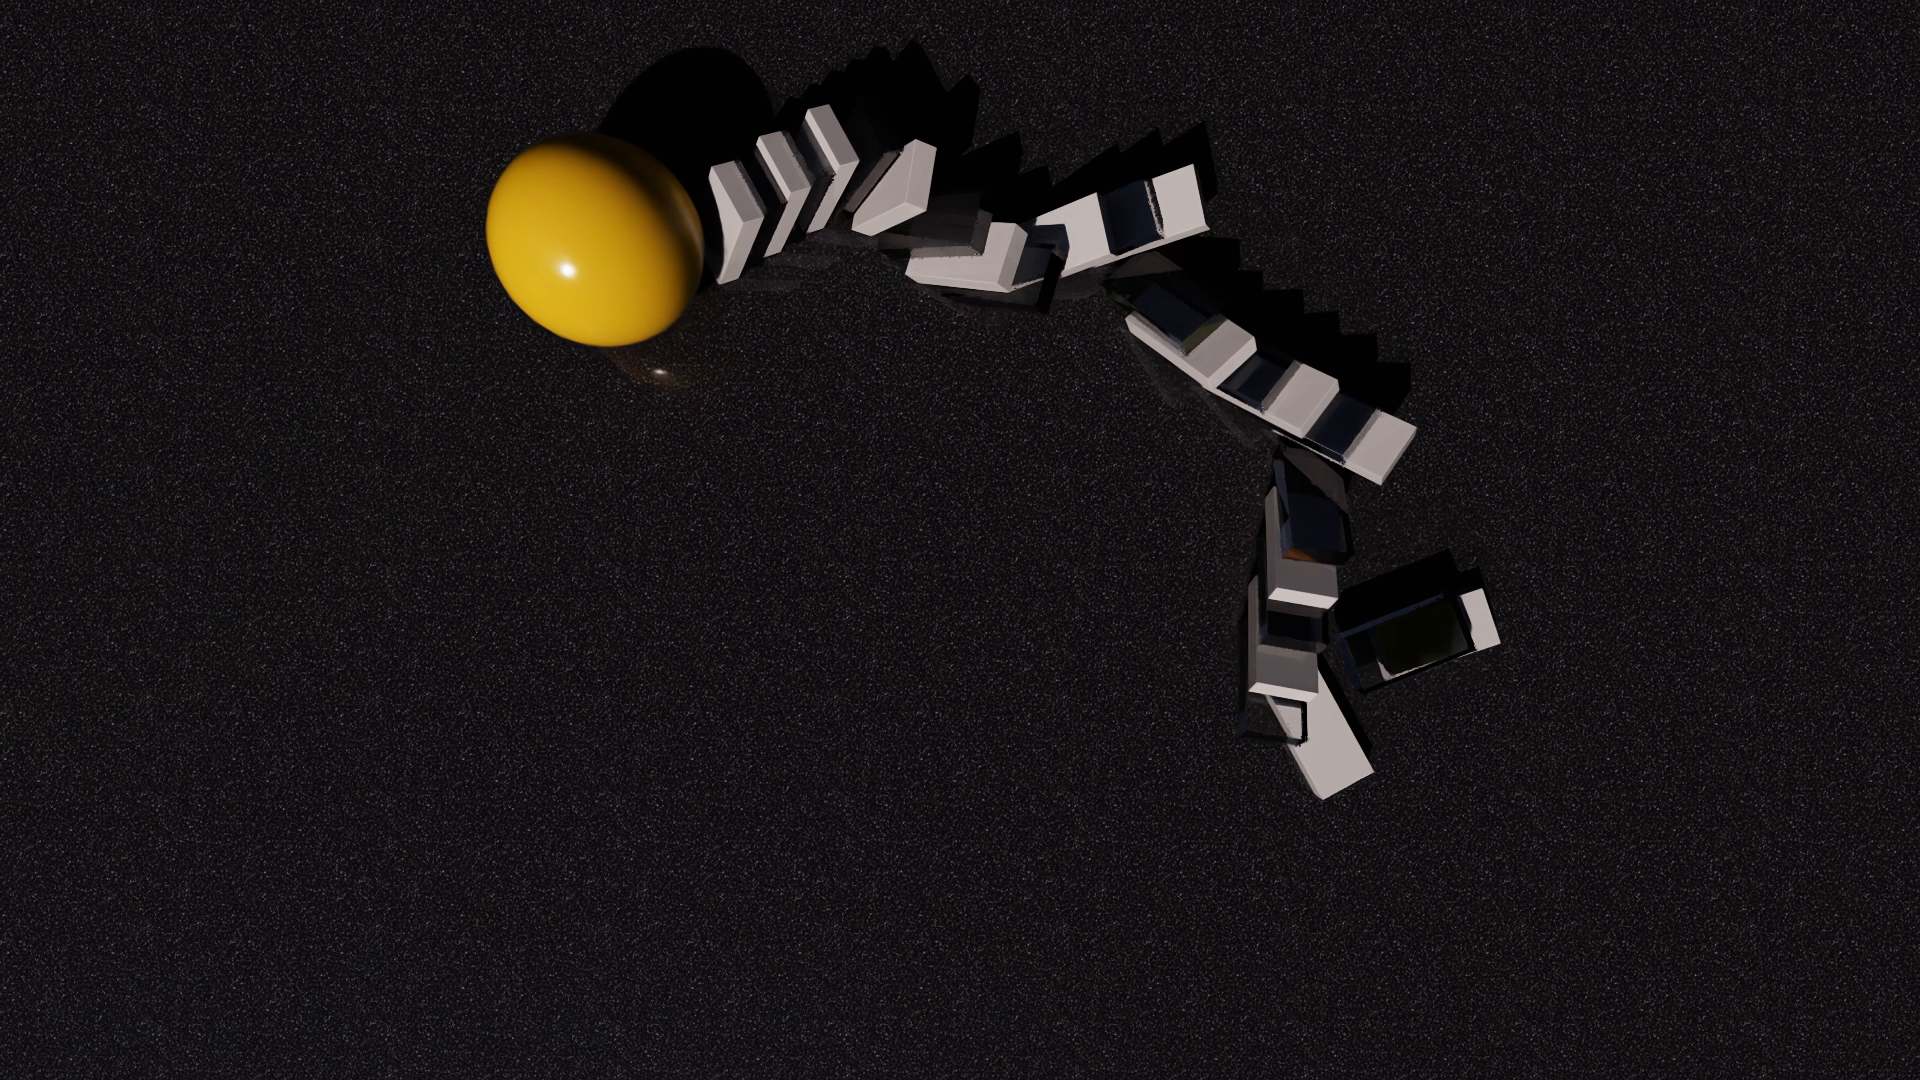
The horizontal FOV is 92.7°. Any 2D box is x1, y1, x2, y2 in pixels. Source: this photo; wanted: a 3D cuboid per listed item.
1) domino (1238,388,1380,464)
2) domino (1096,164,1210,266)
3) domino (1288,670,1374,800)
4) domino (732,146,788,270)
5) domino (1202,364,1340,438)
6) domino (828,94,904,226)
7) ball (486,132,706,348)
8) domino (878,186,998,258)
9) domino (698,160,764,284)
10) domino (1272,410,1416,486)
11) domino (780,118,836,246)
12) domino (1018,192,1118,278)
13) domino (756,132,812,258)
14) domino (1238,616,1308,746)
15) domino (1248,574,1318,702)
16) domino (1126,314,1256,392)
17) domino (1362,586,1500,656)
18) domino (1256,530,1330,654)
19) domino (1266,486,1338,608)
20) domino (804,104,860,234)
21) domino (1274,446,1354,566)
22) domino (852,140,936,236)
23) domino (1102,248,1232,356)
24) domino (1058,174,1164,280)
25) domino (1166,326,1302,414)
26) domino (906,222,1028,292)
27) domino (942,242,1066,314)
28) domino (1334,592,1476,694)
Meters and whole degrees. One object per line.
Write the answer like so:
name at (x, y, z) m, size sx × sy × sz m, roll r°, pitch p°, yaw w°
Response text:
domino at (0.144, -0.055, 0.382) m, size 0.050 × 0.009 × 0.025 m, roll 36°, pitch 91°, yaw 32°
domino at (0.077, -0.135, 0.385) m, size 0.050 × 0.010 × 0.025 m, roll -12°, pitch 90°, yaw 27°
domino at (0.154, 0.083, 0.395) m, size 0.025 × 0.009 × 0.050 m, roll -29°, pitch 90°, yaw 0°
domino at (-0.087, -0.134, 0.376) m, size 0.010 × 0.050 × 0.025 m, roll -29°, pitch 90°, yaw -28°
domino at (0.128, -0.065, 0.383) m, size 0.050 × 0.009 × 0.025 m, roll 37°, pitch 91°, yaw 32°
domino at (-0.045, -0.156, 0.377) m, size 0.010 × 0.050 × 0.025 m, roll -29°, pitch 90°, yaw -38°
ball at (-0.141, -0.117, 0.360) m, size 0.080 × 0.080 × 0.080 m, roll 0°, pitch 90°, yaw 0°
domino at (-0.010, -0.131, 0.381) m, size 0.050 × 0.010 × 0.025 m, roll 11°, pitch 87°, yaw 37°
domino at (-0.096, -0.129, 0.376) m, size 0.010 × 0.050 × 0.025 m, roll -29°, pitch 90°, yaw -28°
domino at (0.160, -0.047, 0.384) m, size 0.050 × 0.010 × 0.025 m, roll 34°, pitch 90°, yaw 27°
domino at (-0.068, -0.145, 0.376) m, size 0.010 × 0.050 × 0.025 m, roll -29°, pitch 90°, yaw -28°
domino at (0.039, -0.123, 0.383) m, size 0.050 × 0.010 × 0.025 m, roll -13°, pitch 90°, yaw 31°
domino at (-0.078, -0.140, 0.376) m, size 0.010 × 0.050 × 0.025 m, roll -29°, pitch 90°, yaw -28°
domino at (0.131, 0.059, 0.385) m, size 0.025 × 0.010 × 0.050 m, roll 9°, pitch 64°, yaw 0°
domino at (0.134, 0.040, 0.382) m, size 0.025 × 0.010 × 0.050 m, roll 10°, pitch 59°, yaw 1°
domino at (0.096, -0.086, 0.382) m, size 0.025 × 0.009 × 0.050 m, roll -43°, pitch 56°, yaw 0°
domino at (0.203, 0.040, 0.395) m, size 0.050 × 0.009 × 0.025 m, roll -18°, pitch 90°, yaw 0°
domino at (0.139, 0.021, 0.383) m, size 0.025 × 0.010 × 0.050 m, roll 9°, pitch 59°, yaw 0°
domino at (0.142, 0.003, 0.383) m, size 0.025 × 0.010 × 0.050 m, roll 10°, pitch 59°, yaw 0°
domino at (-0.059, -0.151, 0.376) m, size 0.010 × 0.050 × 0.025 m, roll -29°, pitch 90°, yaw -28°
domino at (0.147, -0.015, 0.383) m, size 0.025 × 0.010 × 0.050 m, roll 8°, pitch 58°, yaw -1°
domino at (-0.028, -0.143, 0.376) m, size 0.009 × 0.050 × 0.025 m, roll 9°, pitch 90°, yaw -31°
domino at (0.086, -0.101, 0.382) m, size 0.025 × 0.009 × 0.050 m, roll -41°, pitch 56°, yaw 0°
domino at (0.057, -0.130, 0.384) m, size 0.050 × 0.009 × 0.025 m, roll -15°, pitch 89°, yaw 28°
domino at (0.113, -0.076, 0.383) m, size 0.050 × 0.010 × 0.025 m, roll 38°, pitch 90°, yaw 32°
domino at (0.002, -0.119, 0.381) m, size 0.050 × 0.010 × 0.025 m, roll 18°, pitch 91°, yaw 37°
domino at (0.017, -0.110, 0.381) m, size 0.050 × 0.009 × 0.025 m, roll 18°, pitch 93°, yaw 37°
domino at (0.187, 0.043, 0.386) m, size 0.050 × 0.010 × 0.025 m, roll -22°, pitch 90°, yaw 0°
